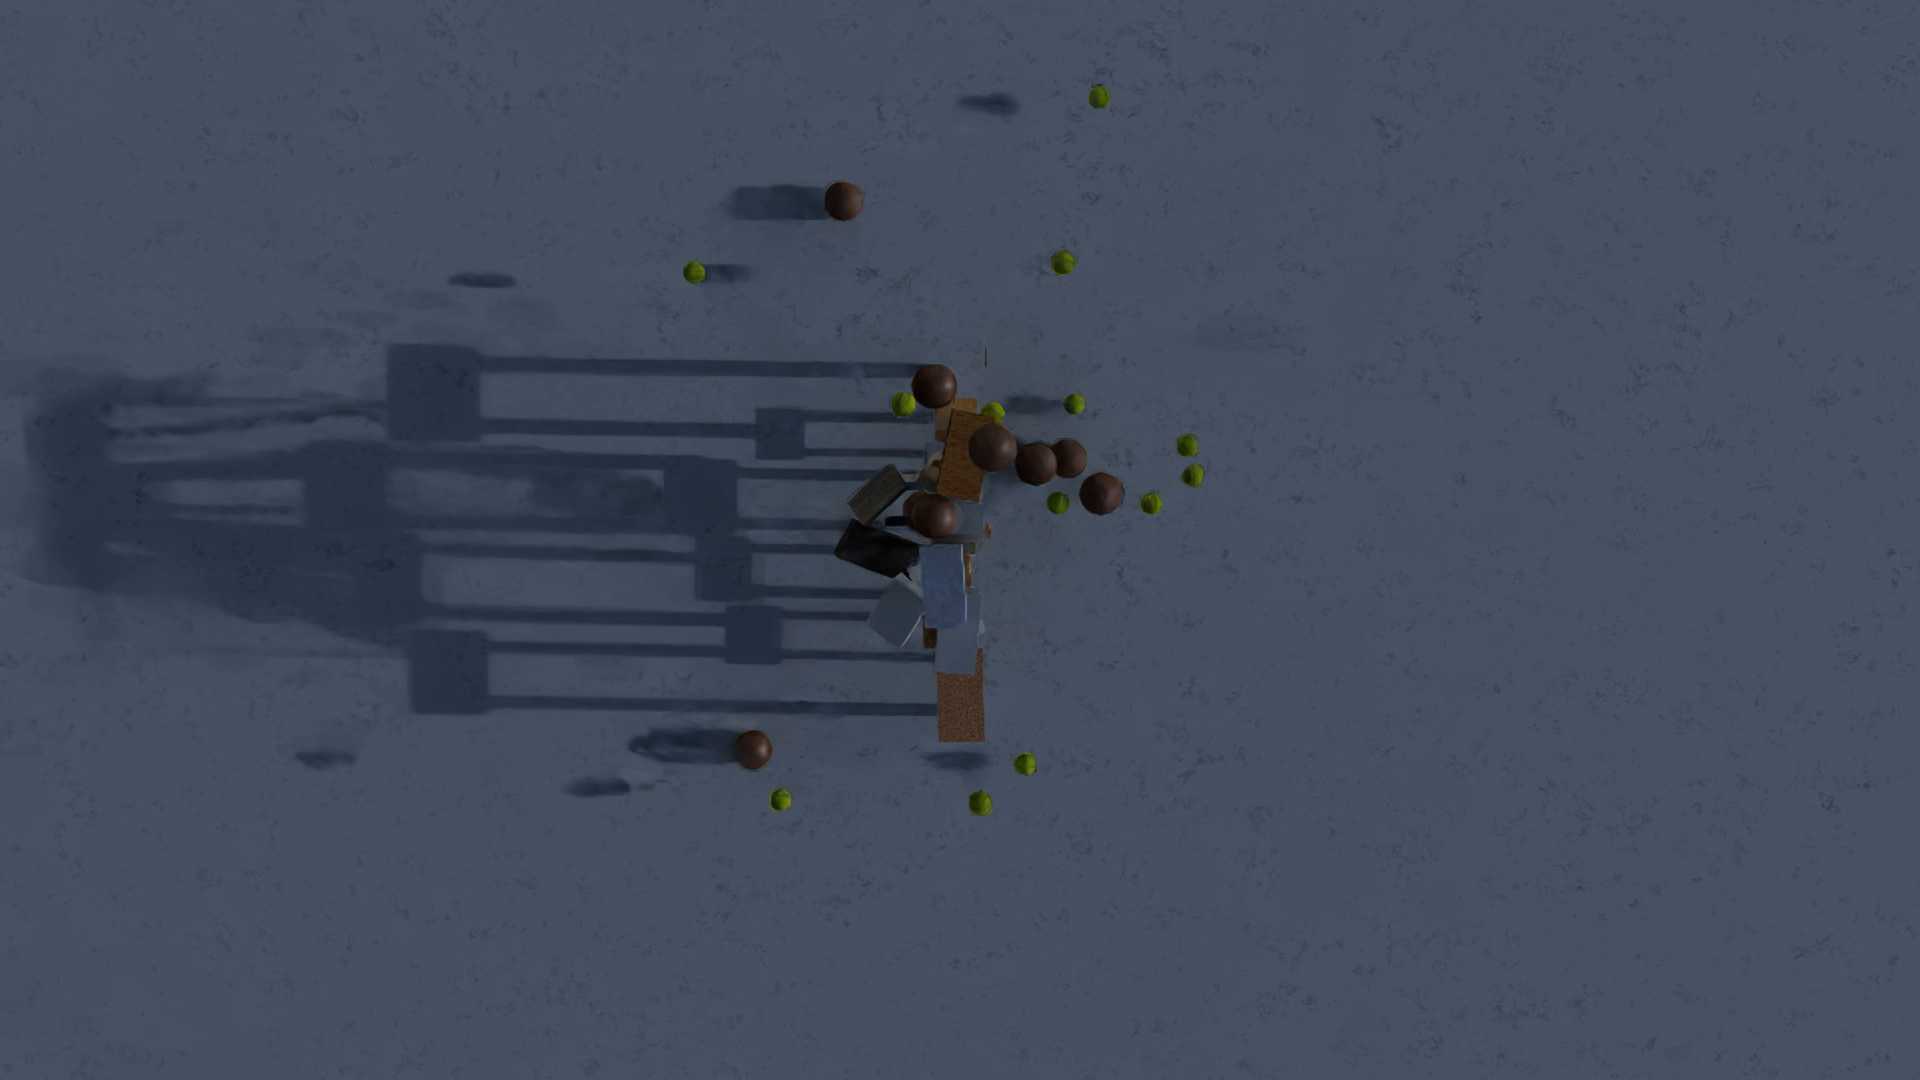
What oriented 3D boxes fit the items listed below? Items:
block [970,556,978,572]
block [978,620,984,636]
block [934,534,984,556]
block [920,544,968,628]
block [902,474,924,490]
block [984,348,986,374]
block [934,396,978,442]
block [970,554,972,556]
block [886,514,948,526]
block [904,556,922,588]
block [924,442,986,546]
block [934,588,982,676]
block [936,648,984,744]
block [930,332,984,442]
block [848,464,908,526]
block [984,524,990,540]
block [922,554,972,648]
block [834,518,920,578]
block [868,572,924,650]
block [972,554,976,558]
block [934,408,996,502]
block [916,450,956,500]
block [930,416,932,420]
[{"bbox_3d":[-0.034,0.073,5.095,0.151,0.302,0.043,1,87,5],"label":"block"},{"bbox_3d":[-0.013,0.274,5.107,0.151,0.326,0.043,-2,88,5],"label":"block"},{"bbox_3d":[0.000,0.011,4.727,0.117,0.235,0.033,4,96,7],"label":"block"},{"bbox_3d":[-0.045,0.128,4.624,0.117,0.033,0.235,-2,105,8],"label":"block"},{"bbox_3d":[-0.109,-0.167,4.765,0.175,0.087,0.025,-2,105,-35],"label":"block"},{"bbox_3d":[0.000,-0.559,5.242,0.160,0.515,0.045,-2,91,0],"label":"block"},{"bbox_3d":[-0.010,-0.350,4.776,0.120,0.327,0.034,2,111,0],"label":"block"},{"bbox_3d":[-0.020,0.115,5.263,0.109,0.031,0.219,1,90,4],"label":"block"},{"bbox_3d":[-0.127,-0.057,4.785,0.175,0.087,0.025,-2,91,-4],"label":"block"},{"bbox_3d":[-0.069,0.137,4.804,0.120,0.034,0.240,-18,132,2],"label":"block"},{"bbox_3d":[-0.014,-0.134,4.872,0.158,0.045,0.316,-4,90,3],"label":"block"},{"bbox_3d":[-0.007,0.267,4.845,0.120,0.034,0.292,4,123,-1],"label":"block"},{"bbox_3d":[0.001,0.470,4.976,0.139,0.039,0.278,-1,90,0],"label":"block"},{"bbox_3d":[-0.006,-0.459,4.961,0.160,0.045,0.319,-1,90,1],"label":"block"},{"bbox_3d":[-0.235,-0.128,4.707,0.175,0.025,0.087,-42,69,21],"label":"block"},{"bbox_3d":[0.014,-0.024,5.054,0.158,0.316,0.045,-3,91,1],"label":"block"},{"bbox_3d":[-0.040,0.168,4.922,0.151,0.043,0.302,-3,90,5],"label":"block"},{"bbox_3d":[-0.218,0.039,4.813,0.286,0.033,0.117,22,102,-32],"label":"block"},{"bbox_3d":[-0.174,0.208,4.778,0.120,0.240,0.034,39,47,7],"label":"block"},{"bbox_3d":[-0.008,0.042,5.387,0.109,0.219,0.031,0,90,4],"label":"block"},{"bbox_3d":[0.014,-0.235,4.585,0.120,0.034,0.240,11,96,-8],"label":"block"},{"bbox_3d":[-0.041,-0.190,4.733,0.120,0.240,0.034,19,113,3],"label":"block"},{"bbox_3d":[-0.005,-0.354,5.144,0.160,0.320,0.045,-2,89,1],"label":"block"}]
